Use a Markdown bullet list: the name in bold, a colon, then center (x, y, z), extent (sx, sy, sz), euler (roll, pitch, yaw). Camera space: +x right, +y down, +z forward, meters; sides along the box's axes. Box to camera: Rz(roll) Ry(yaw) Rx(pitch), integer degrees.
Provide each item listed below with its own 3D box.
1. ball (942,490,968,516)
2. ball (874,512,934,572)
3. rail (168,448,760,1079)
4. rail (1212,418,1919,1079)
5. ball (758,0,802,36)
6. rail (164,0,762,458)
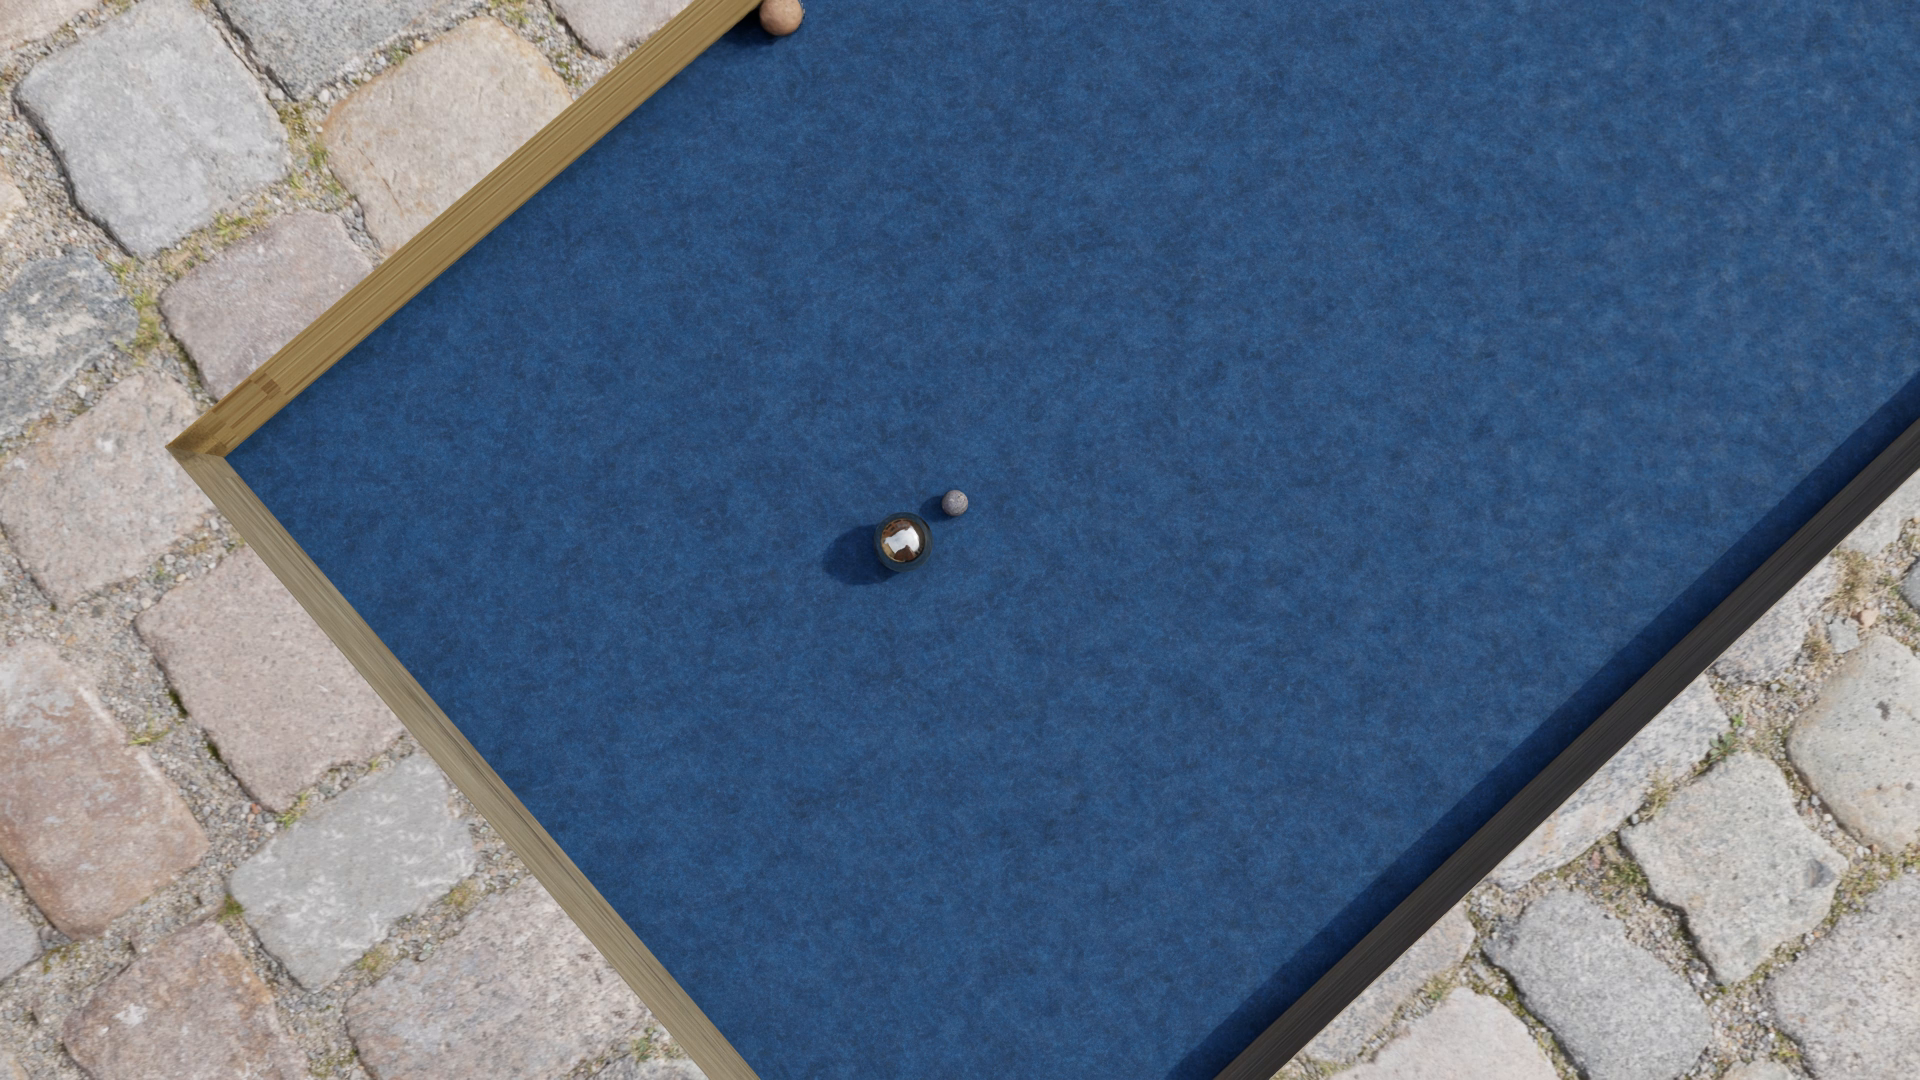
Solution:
- **ball**: center (-0.008, -0.055, 3.294), extent (0.040, 0.040, 0.040), euler (0, 81, 0)
- **ball**: center (-0.084, 0.003, 3.260), extent (0.090, 0.090, 0.090), euler (0, 81, 0)
- **rail**: center (-0.560, 0.494, 3.165), extent (0.045, 0.128, 1.731), euler (-42, 84, -6)
- **rail**: center (1.141, 0.100, 3.225), extent (3.109, 0.128, 0.045), euler (-42, 84, -6)
- **ball**: center (-0.277, -0.812, 3.394), extent (0.068, 0.068, 0.068), euler (0, 81, 0)
- **rail**: center (0.015, -1.137, 3.411), extent (3.109, 0.128, 0.045), euler (-42, 84, -6)
